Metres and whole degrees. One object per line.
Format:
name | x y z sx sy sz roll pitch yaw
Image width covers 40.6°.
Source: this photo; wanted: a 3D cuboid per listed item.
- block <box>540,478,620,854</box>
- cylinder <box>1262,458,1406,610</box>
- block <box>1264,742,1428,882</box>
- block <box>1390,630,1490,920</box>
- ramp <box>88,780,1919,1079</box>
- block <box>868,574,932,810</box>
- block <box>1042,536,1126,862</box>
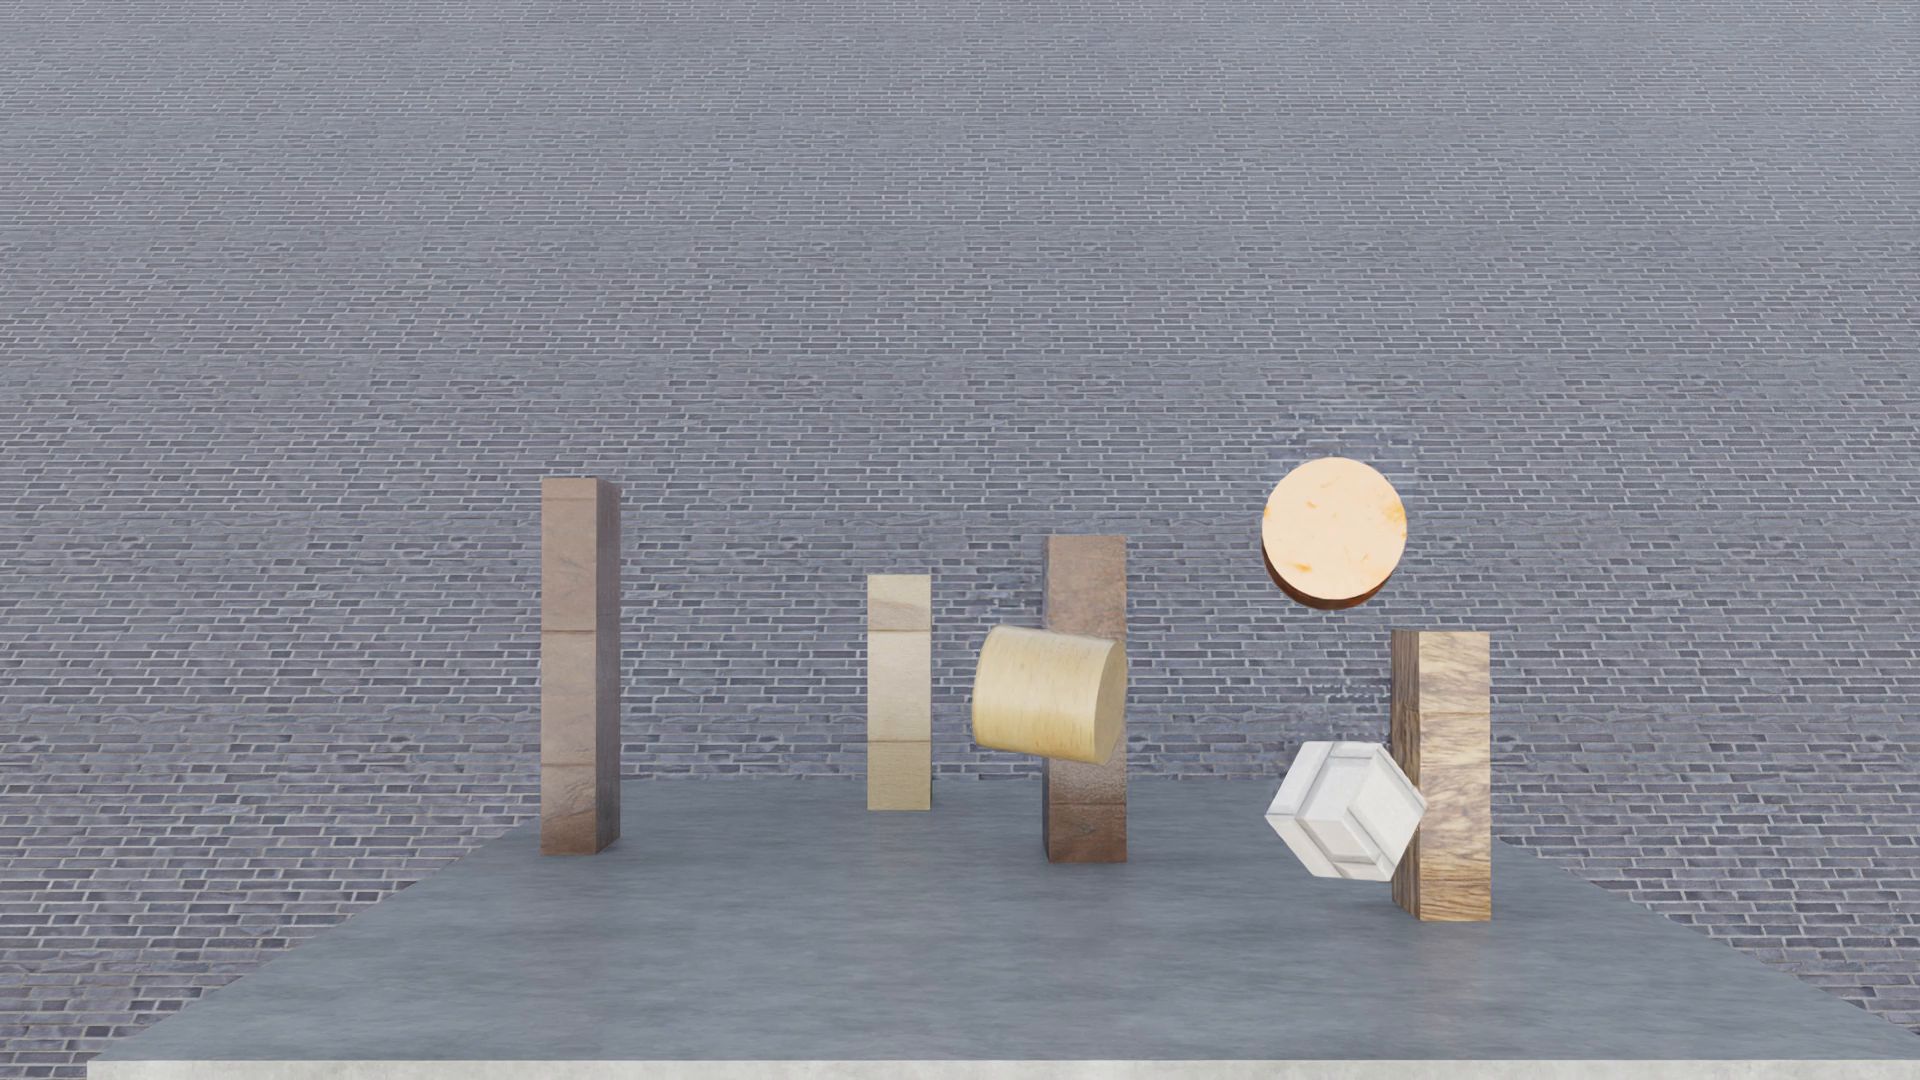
block | -0.737 0.240 5.056 0.103 0.708 0.353 0 -1 0
cylinder | 0.423 -0.005 2.949 0.158 0.158 0.158 5 -5 7
block | 0.440 0.308 2.952 0.110 0.110 0.110 -3 46 48
block | 0.745 0.358 4.034 0.106 0.435 0.258 0 -1 0
ramp | 0.073 0.639 4.751 2.000 0.100 4.000 0 -1 0
block | -0.138 0.348 6.063 0.142 0.530 0.404 0 -1 0
block | 0.233 0.294 4.933 0.141 0.597 0.392 0 -1 0
